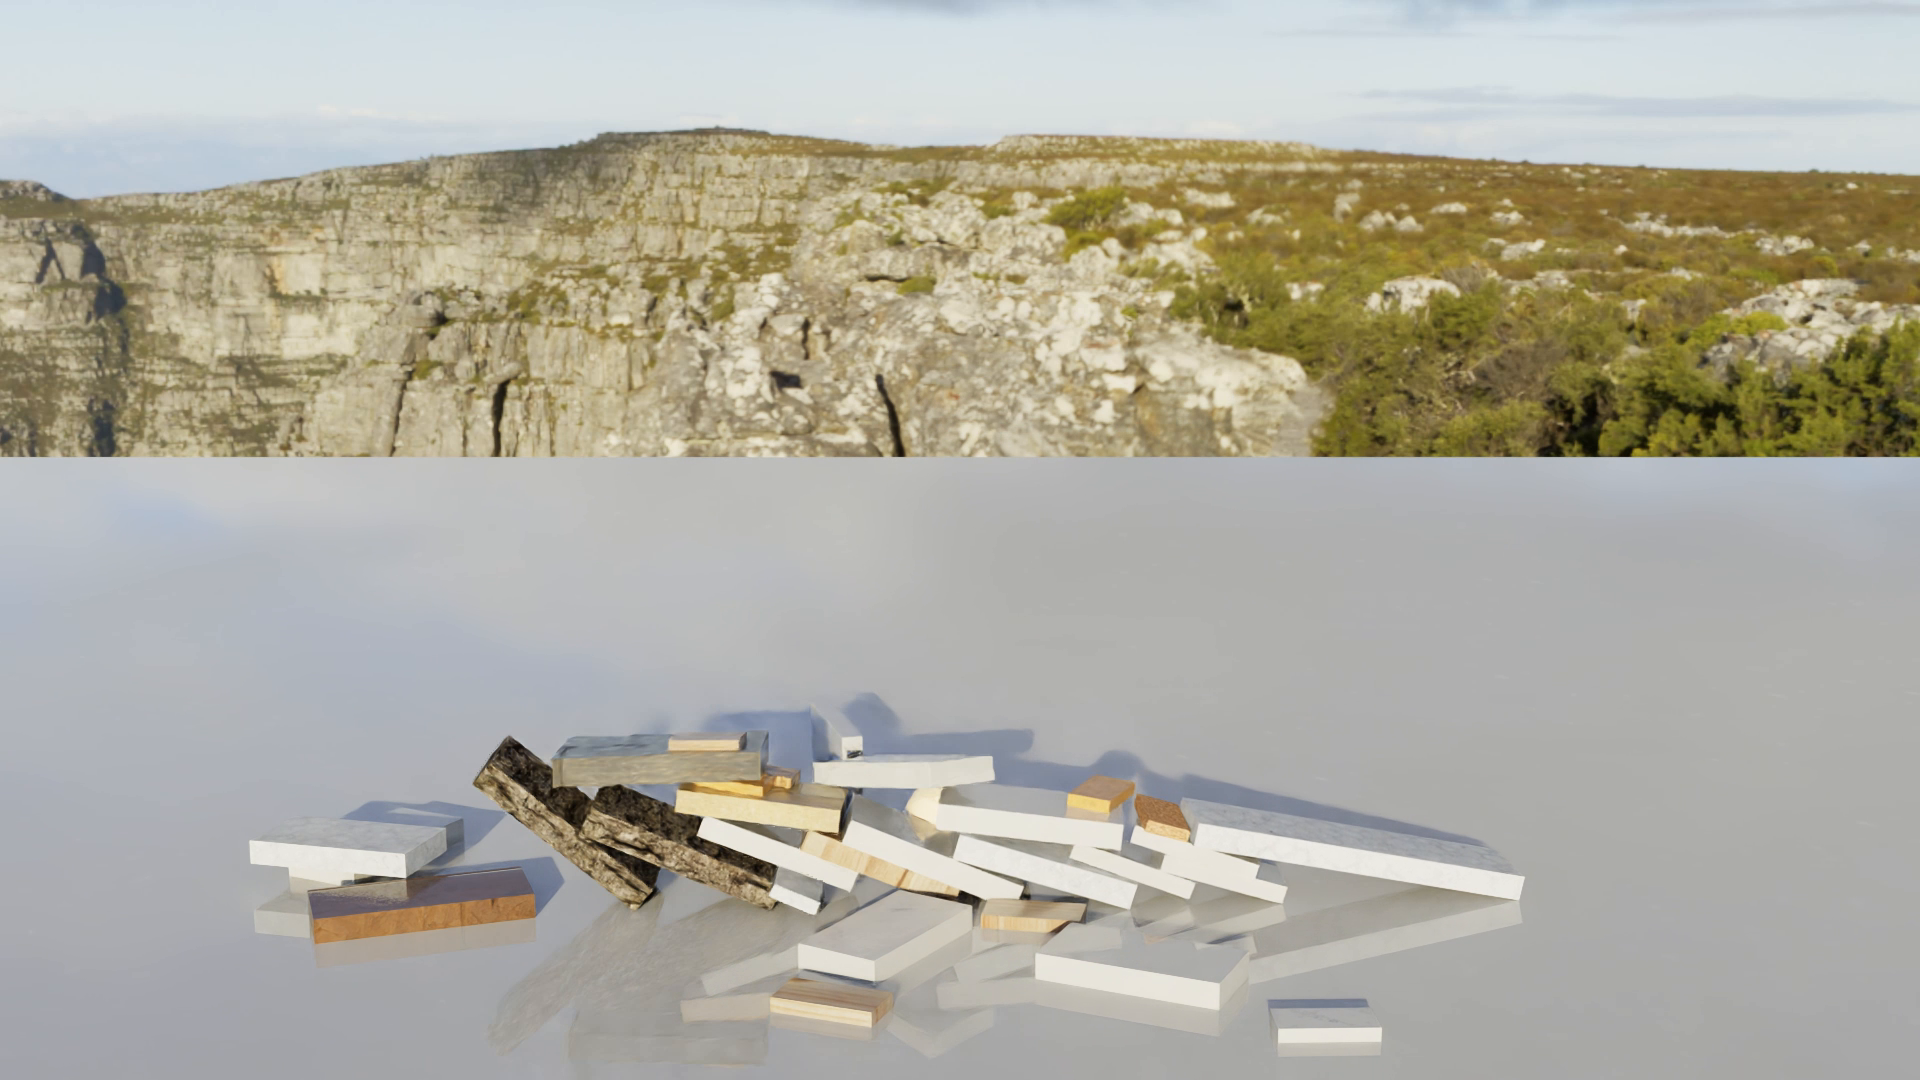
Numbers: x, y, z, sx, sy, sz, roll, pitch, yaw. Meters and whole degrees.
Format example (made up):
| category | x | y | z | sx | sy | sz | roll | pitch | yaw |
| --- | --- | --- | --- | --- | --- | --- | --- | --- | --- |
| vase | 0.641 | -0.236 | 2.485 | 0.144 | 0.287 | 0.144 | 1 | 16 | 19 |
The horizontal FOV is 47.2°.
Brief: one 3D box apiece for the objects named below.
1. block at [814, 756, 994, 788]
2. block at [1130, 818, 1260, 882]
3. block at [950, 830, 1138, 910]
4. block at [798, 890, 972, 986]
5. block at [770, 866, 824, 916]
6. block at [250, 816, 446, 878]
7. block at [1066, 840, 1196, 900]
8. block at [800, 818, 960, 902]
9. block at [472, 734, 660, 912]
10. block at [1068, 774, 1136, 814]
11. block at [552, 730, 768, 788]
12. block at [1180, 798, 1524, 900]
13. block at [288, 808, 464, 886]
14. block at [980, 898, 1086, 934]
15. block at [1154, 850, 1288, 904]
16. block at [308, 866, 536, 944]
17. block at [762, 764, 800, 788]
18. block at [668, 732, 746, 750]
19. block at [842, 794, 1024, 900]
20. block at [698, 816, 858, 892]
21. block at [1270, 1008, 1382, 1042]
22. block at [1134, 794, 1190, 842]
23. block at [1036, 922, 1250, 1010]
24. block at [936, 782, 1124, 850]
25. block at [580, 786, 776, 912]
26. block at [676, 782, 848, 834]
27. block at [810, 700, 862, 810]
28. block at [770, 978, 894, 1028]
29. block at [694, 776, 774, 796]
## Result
| category | x | y | z | sx | sy | sz | roll | pitch | yaw |
| --- | --- | --- | --- | --- | --- | --- | --- | --- | --- |
| block | -0.096 | 0.387 | 3.682 | 0.144 | 0.041 | 0.288 | -1 | -3 | -44 |
| block | 0.391 | 0.506 | 3.645 | 0.211 | 0.030 | 0.105 | 17 | 10 | 6 |
| block | 0.137 | 0.527 | 3.652 | 0.302 | 0.043 | 0.151 | 16 | 9 | -4 |
| block | -0.113 | 0.616 | 3.420 | 0.140 | 0.040 | 0.280 | 6 | 12 | 31 |
| block | -0.264 | 0.557 | 3.605 | 0.080 | 0.023 | 0.199 | 23 | 9 | -4 |
| block | -1.034 | 0.518 | 3.724 | 0.287 | 0.041 | 0.144 | 3 | 11 | 14 |
| block | 0.282 | 0.532 | 3.655 | 0.211 | 0.030 | 0.105 | 20 | 9 | -5 |
| block | -0.131 | 0.524 | 3.651 | 0.267 | 0.038 | 0.134 | 21 | 9 | -5 |
| block | -0.644 | 0.466 | 3.641 | 0.335 | 0.047 | 0.167 | 40 | 7 | -8 |
| block | 0.238 | 0.425 | 3.689 | 0.072 | 0.021 | 0.145 | 8 | 10 | 20 |
| block | -0.490 | 0.360 | 3.624 | 0.335 | 0.047 | 0.167 | -2 | 7 | 0 |
| block | 0.649 | 0.514 | 3.669 | 0.558 | 0.041 | 0.144 | 10 | 9 | -7 |
| block | -1.018 | 0.536 | 3.849 | 0.144 | 0.041 | 0.287 | 5 | 12 | 26 |
| block | 0.119 | 0.604 | 3.532 | 0.159 | 0.023 | 0.080 | 2 | 11 | 10 |
| block | 0.432 | 0.547 | 3.660 | 0.211 | 0.030 | 0.105 | 16 | 10 | -4 |
| block | -0.873 | 0.589 | 3.561 | 0.344 | 0.041 | 0.144 | -4 | 11 | -20 |
| block | -0.331 | 0.391 | 3.681 | 0.117 | 0.017 | 0.059 | 9 | 10 | 10 |
| block | -0.412 | 0.329 | 3.592 | 0.117 | 0.017 | 0.059 | -1 | 7 | 7 |
| block | -0.046 | 0.515 | 3.645 | 0.302 | 0.043 | 0.151 | 22 | 9 | -5 |
| block | -0.297 | 0.501 | 3.654 | 0.267 | 0.038 | 0.134 | 20 | 9 | -3 |
| block | 0.515 | 0.685 | 3.104 | 0.145 | 0.021 | 0.072 | 0 | 11 | -2 |
| block | 0.335 | 0.461 | 3.655 | 0.072 | 0.021 | 0.145 | 15 | 10 | -6 |
| block | 0.274 | 0.638 | 3.301 | 0.288 | 0.041 | 0.144 | 5 | 12 | 24 |
| block | 0.117 | 0.453 | 3.645 | 0.302 | 0.043 | 0.151 | 6 | 10 | 2 |
| block | -0.454 | 0.504 | 3.646 | 0.335 | 0.047 | 0.167 | 23 | 9 | -6 |
| block | -0.325 | 0.430 | 3.634 | 0.267 | 0.038 | 0.134 | 7 | 10 | 1 |
| block | -0.239 | 0.412 | 4.247 | 0.040 | 0.140 | 0.280 | -3 | 11 | -15 |
| block | -0.186 | 0.669 | 3.183 | 0.159 | 0.023 | 0.080 | 4 | 11 | 20 |
| block | -0.373 | 0.398 | 3.622 | 0.117 | 0.017 | 0.058 | 9 | 10 | 11 |
